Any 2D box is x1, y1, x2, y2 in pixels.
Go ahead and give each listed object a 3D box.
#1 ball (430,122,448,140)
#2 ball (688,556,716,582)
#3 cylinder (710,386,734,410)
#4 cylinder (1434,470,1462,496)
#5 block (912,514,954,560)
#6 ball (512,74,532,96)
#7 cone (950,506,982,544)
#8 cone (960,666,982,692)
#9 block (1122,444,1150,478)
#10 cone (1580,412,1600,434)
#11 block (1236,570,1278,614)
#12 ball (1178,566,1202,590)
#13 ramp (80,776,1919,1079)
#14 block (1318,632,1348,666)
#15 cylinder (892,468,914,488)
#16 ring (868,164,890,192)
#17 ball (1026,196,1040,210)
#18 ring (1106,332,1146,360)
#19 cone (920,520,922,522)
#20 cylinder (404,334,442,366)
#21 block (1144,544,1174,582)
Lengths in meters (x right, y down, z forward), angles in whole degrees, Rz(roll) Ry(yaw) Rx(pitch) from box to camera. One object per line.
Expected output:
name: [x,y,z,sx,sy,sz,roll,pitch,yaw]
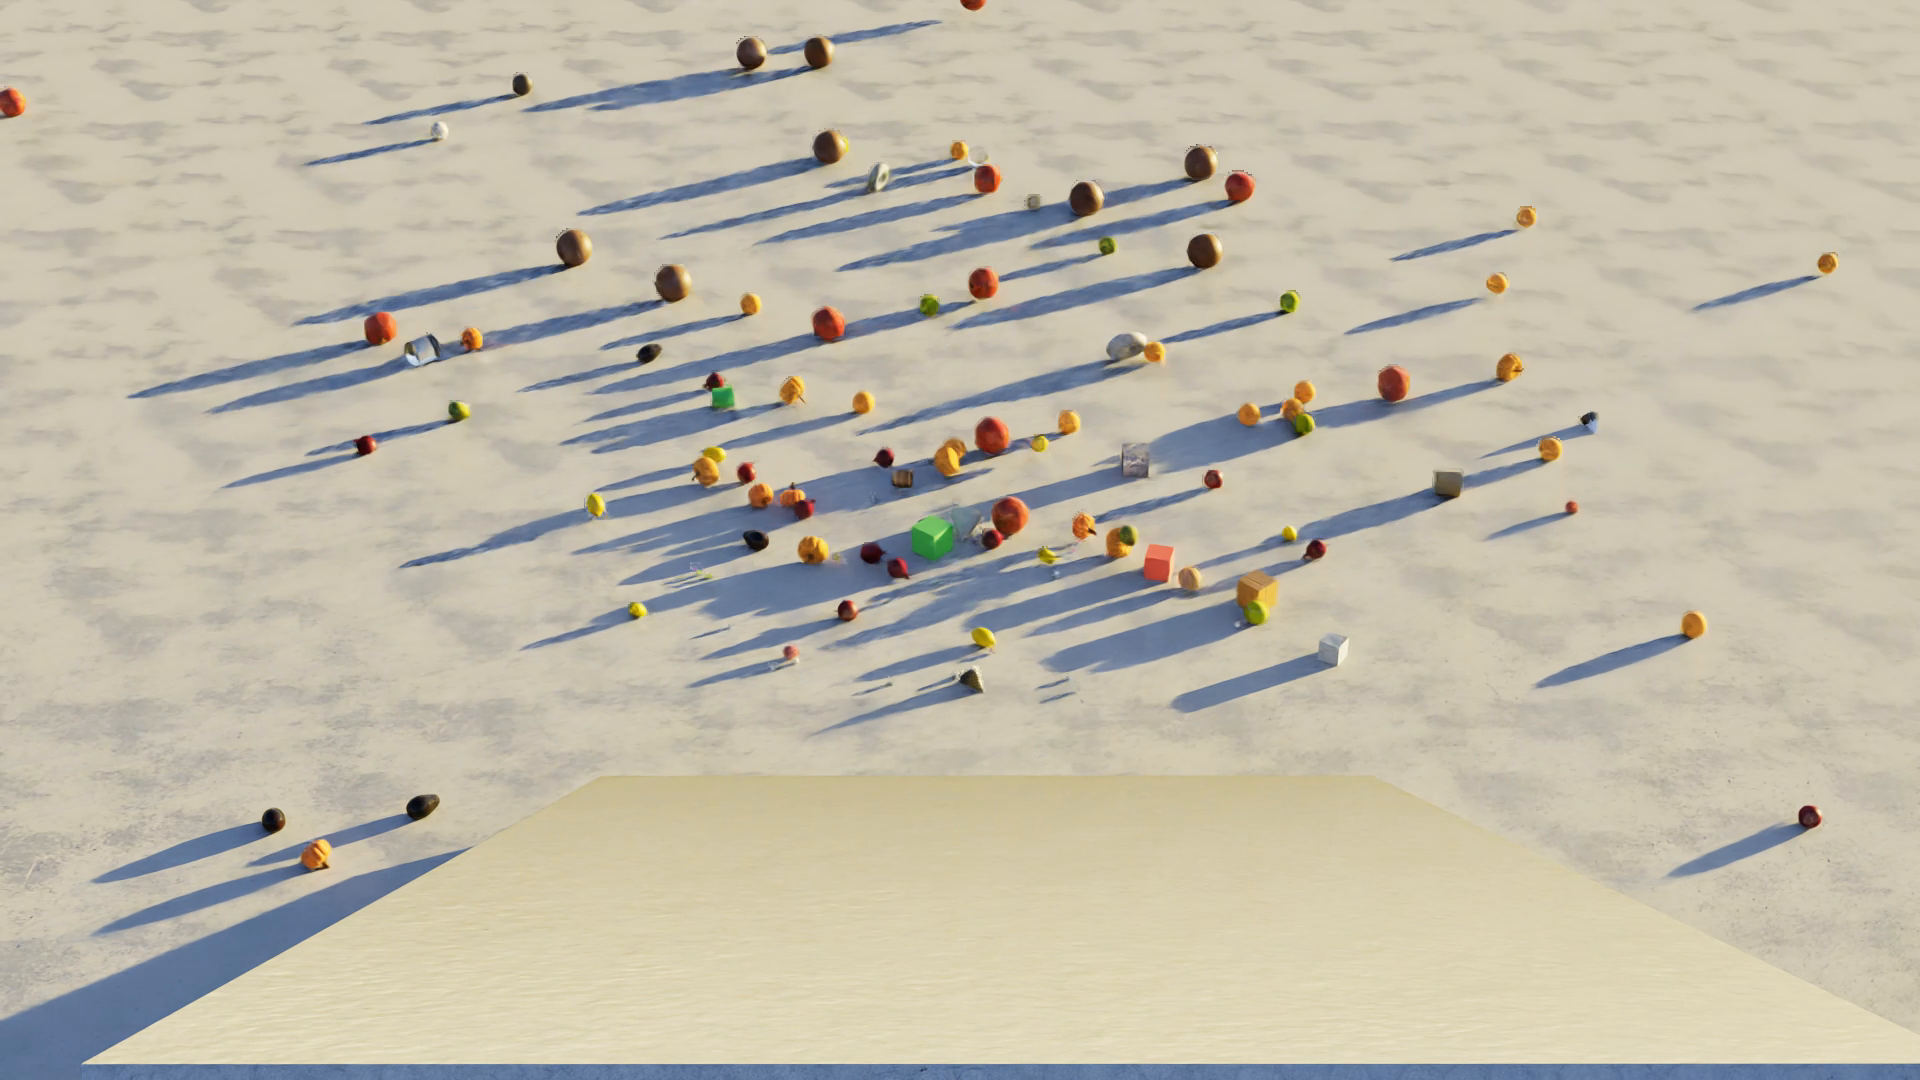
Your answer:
ball: [-2.083,-1.636,10.367,0.072,0.072,0.072,0,32,0]
ball: [-0.766,0.091,7.683,0.085,0.085,0.085,0,32,0]
cylinder: [-0.780,-0.469,8.531,0.066,0.066,0.066,-13,34,-7]
cylinder: [1.516,-0.178,8.057,0.080,0.080,0.080,5,33,7]
block: [-0.082,-0.006,7.781,0.087,0.087,0.087,25,40,33]
ball: [-1.815,-1.889,10.751,0.087,0.087,0.087,0,32,0]
cone: [0.011,-0.032,7.863,0.100,0.100,0.100,6,59,9]
cone: [0.044,0.399,7.196,0.067,0.067,0.067,-25,67,-34]
block: [0.552,-0.251,8.173,0.080,0.080,0.080,0,32,0]
cone: [2.054,-0.372,8.412,0.065,0.065,0.065,-6,59,-9]
block: [0.864,0.151,7.538,0.082,0.082,0.082,-27,41,-35]
ball: [0.675,0.112,7.613,0.069,0.069,0.069,0,32,0]
ramp: [0.072,0.632,4.732,2.000,0.100,4.000,0,-1,0]
block: [1.053,0.306,7.312,0.062,0.062,0.062,19,37,27]
cylinder: [-0.178,-0.192,8.105,0.055,0.055,0.055,5,33,8]
ring: [-0.312,-1.389,9.940,0.039,0.116,0.116,27,40,20]
ball: [0.278,-1.276,9.814,0.054,0.054,0.054,0,32,0]
ring: [0.564,-0.657,8.773,0.144,0.144,0.048,-9,69,-14]
cone: [-0.100,-0.031,7.882,0.050,0.050,0.050,-3,61,-4]
cylinder: [-1.820,-0.643,8.784,0.088,0.088,0.088,-27,41,-36]
block: [0.590,0.068,7.676,0.075,0.075,0.075,8,33,12]
